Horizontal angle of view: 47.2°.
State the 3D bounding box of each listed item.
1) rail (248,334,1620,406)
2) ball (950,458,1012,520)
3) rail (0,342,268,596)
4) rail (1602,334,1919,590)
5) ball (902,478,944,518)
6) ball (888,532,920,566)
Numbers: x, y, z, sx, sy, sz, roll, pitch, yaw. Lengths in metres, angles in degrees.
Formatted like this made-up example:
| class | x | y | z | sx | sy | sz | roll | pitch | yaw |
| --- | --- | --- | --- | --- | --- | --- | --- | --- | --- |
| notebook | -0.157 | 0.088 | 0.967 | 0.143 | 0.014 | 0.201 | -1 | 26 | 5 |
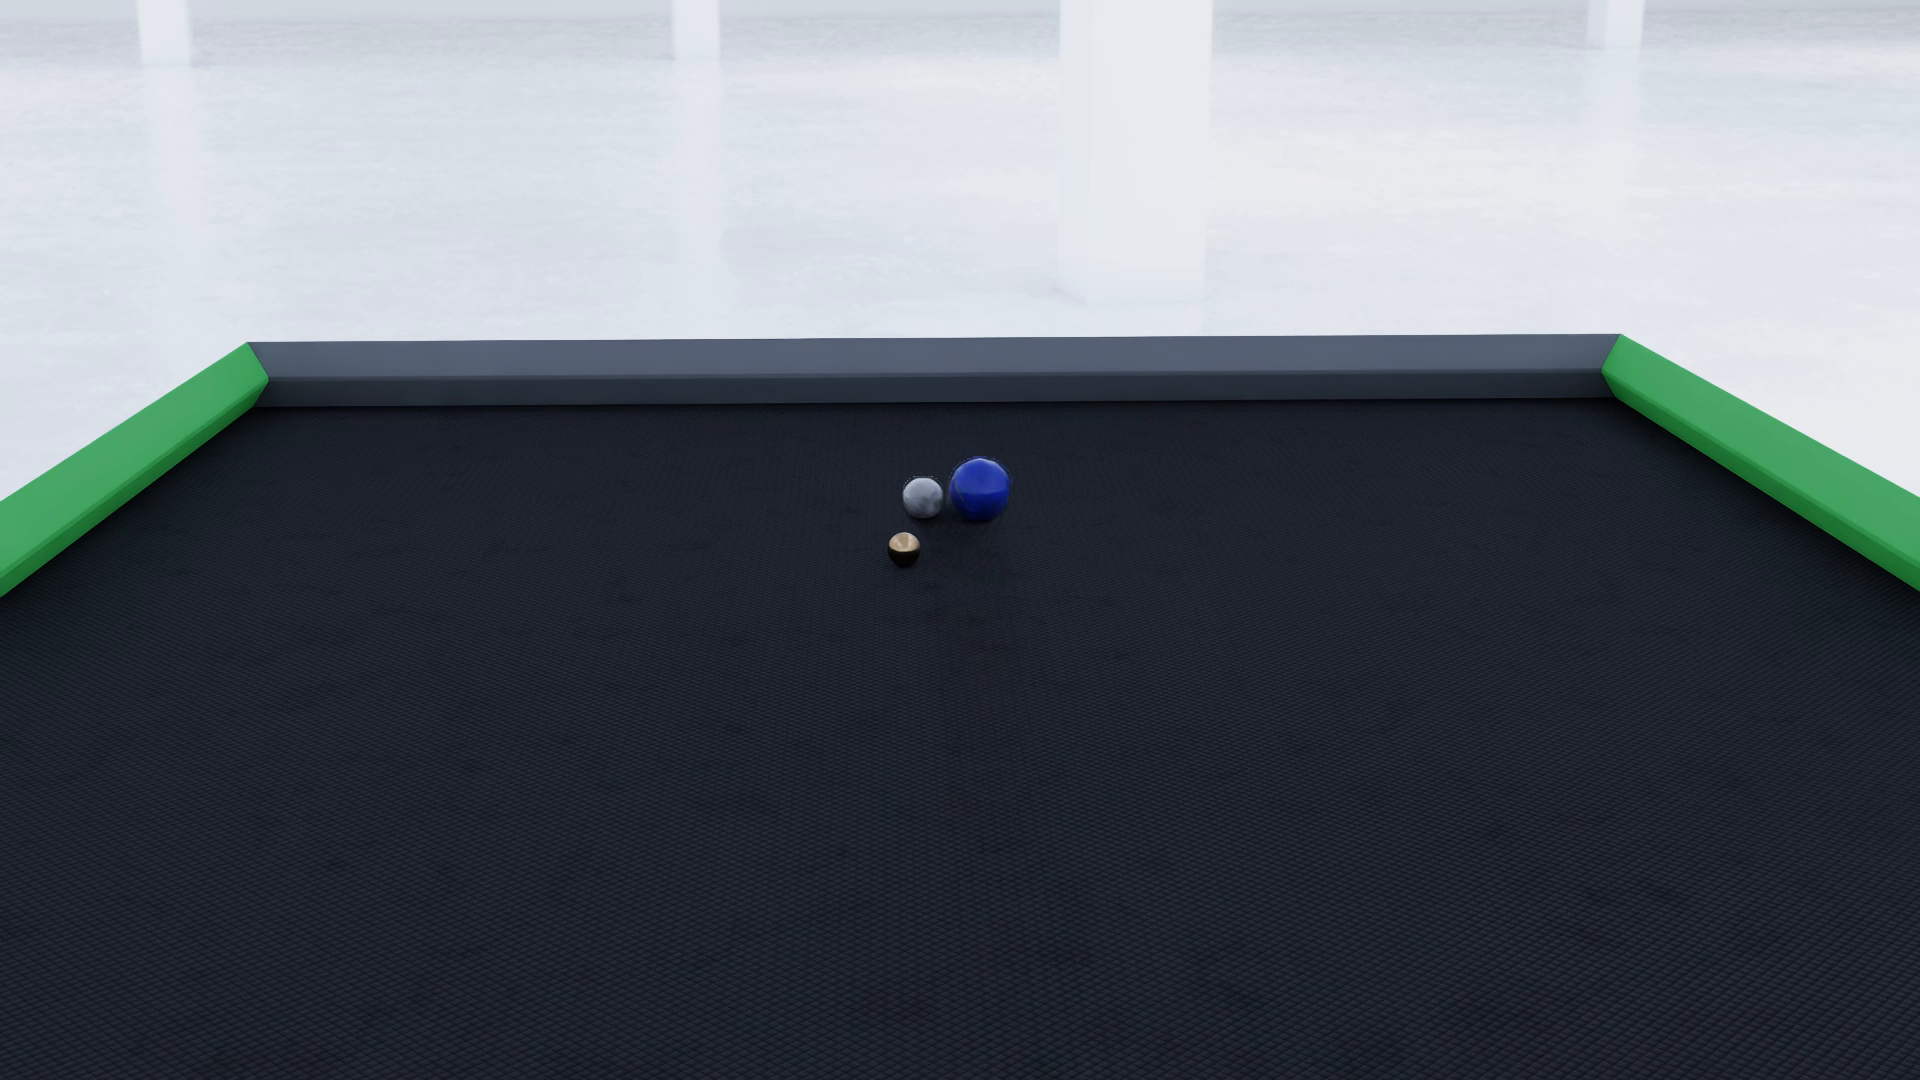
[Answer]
| class | x | y | z | sx | sy | sz | roll | pitch | yaw |
| --- | --- | --- | --- | --- | --- | --- | --- | --- | --- |
| rail | -0.032 | -0.289 | 3.794 | 2.379 | 0.112 | 0.045 | -1 | 16 | -2 |
| ball | 0.028 | -0.070 | 3.054 | 0.086 | 0.086 | 0.086 | 0 | 16 | 0 |
| rail | -1.132 | 0.245 | 1.867 | 0.045 | 0.112 | 3.970 | -1 | 16 | -2 |
| rail | 1.198 | 0.224 | 1.942 | 0.045 | 0.112 | 3.970 | -1 | 16 | -2 |
| ball | -0.052 | -0.058 | 3.067 | 0.057 | 0.057 | 0.057 | 0 | 16 | 0 |
| ball | -0.072 | 0.012 | 2.839 | 0.044 | 0.044 | 0.044 | 0 | 16 | 0 |
